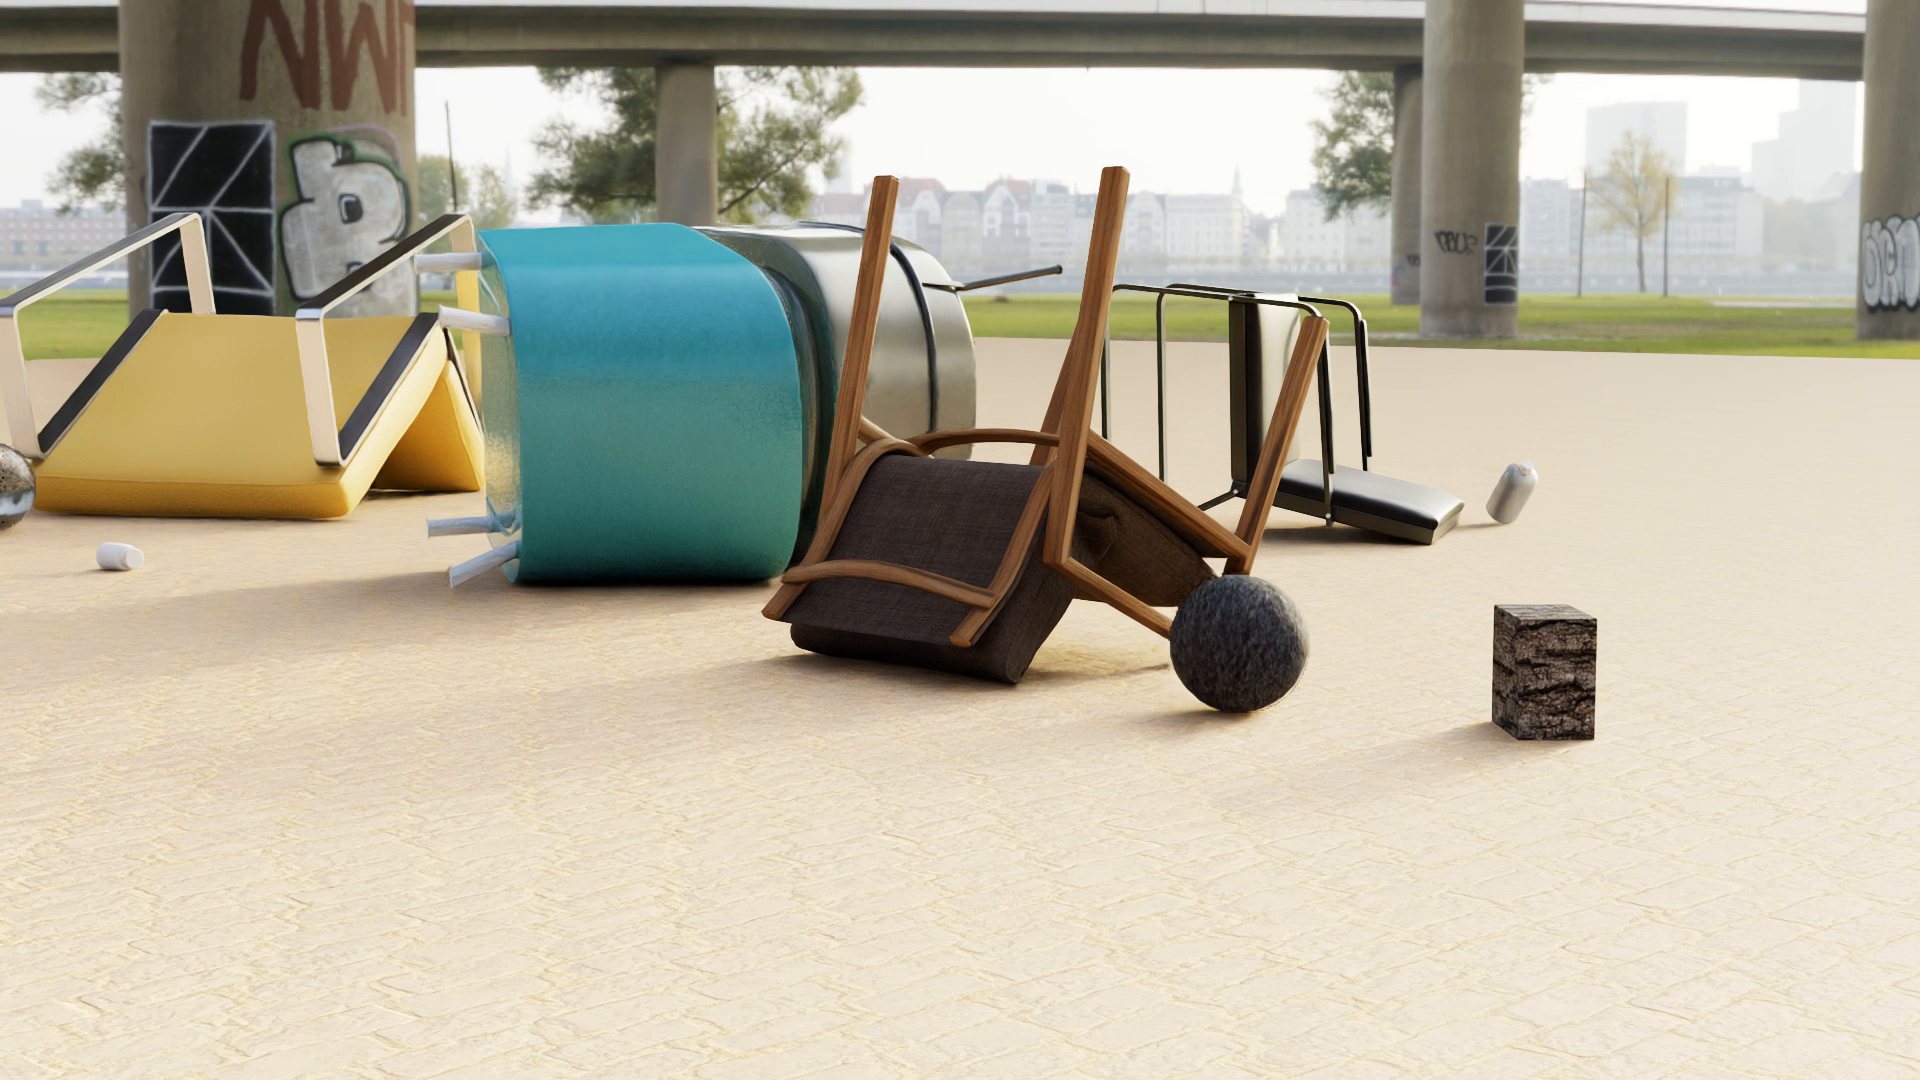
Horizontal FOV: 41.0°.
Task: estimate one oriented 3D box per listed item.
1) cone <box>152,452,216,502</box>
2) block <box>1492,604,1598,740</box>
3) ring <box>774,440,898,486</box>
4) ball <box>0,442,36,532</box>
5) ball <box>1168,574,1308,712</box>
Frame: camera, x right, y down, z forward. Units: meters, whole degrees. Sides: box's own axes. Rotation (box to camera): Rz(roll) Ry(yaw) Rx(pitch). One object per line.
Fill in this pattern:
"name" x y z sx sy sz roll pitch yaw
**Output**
"cone" -2.246 -0.153 7.563 0.205 0.150 0.177 -7 32 -43
"block" 0.846 0.190 3.720 0.110 0.174 0.163 0 6 -1
"ring" -0.395 -0.245 8.186 0.424 0.126 0.364 -7 8 -44
"ball" -2.494 -0.136 6.580 0.236 0.236 0.236 0 6 0
"ball" 0.421 0.156 3.878 0.209 0.209 0.209 0 6 0
